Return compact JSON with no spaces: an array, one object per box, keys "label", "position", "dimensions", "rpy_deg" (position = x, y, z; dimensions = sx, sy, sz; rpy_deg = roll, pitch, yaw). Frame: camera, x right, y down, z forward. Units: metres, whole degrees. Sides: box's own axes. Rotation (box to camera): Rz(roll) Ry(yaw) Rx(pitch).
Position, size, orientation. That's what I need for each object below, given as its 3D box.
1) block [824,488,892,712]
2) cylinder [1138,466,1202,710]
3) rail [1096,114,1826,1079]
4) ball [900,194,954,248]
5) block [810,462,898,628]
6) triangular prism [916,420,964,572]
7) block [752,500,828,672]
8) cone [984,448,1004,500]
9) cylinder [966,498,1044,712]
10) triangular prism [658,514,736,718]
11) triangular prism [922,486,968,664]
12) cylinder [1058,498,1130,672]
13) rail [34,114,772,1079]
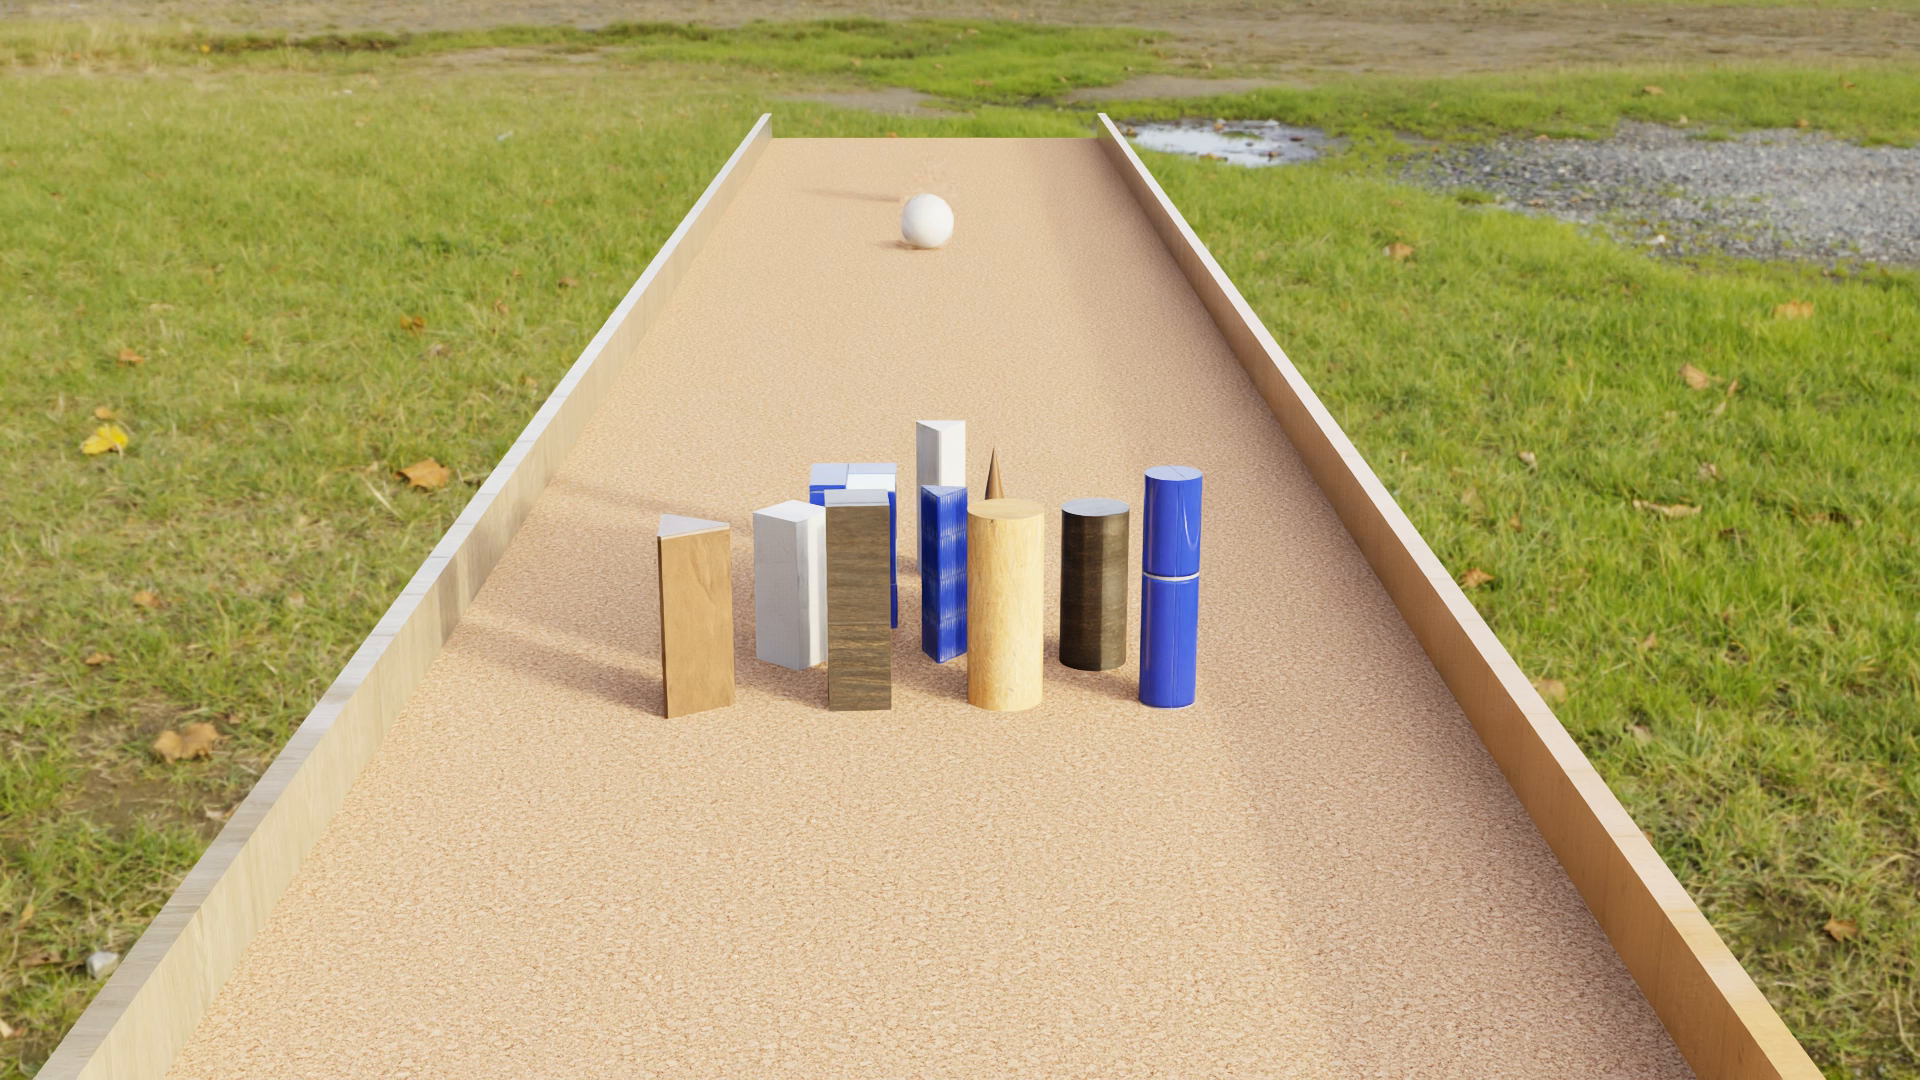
[{"label":"block","position":[-0.192,0.113,4.143],"dimensions":[0.118,0.401,0.118],"rpy_deg":[-1,17,-4]},{"label":"cylinder","position":[0.395,0.091,4.135],"dimensions":[0.108,0.448,0.108],"rpy_deg":[0,17,0]},{"label":"rail","position":[0.932,-0.844,7.801],"dimensions":[0.050,0.150,12.000],"rpy_deg":[0,17,-1]},{"label":"ball","position":[-0.143,-1.362,9.398],"dimensions":[0.233,0.233,0.233],"rpy_deg":[0,17,0]},{"label":"block","position":[-0.222,0.011,4.643],"dimensions":[0.179,0.312,0.179],"rpy_deg":[0,17,-1]},{"label":"triangular prism","position":[-0.056,-0.091,4.917],"dimensions":[0.093,0.350,0.107],"rpy_deg":[9,19,29]},{"label":"block","position":[-0.327,0.089,4.388],"dimensions":[0.116,0.307,0.116],"rpy_deg":[13,21,37]},{"label":"cone","position":[0.071,-0.018,4.614],"dimensions":[0.135,0.384,0.135],"rpy_deg":[0,17,0]},{"label":"cylinder","position":[0.086,0.122,4.157],"dimensions":[0.145,0.376,0.145],"rpy_deg":[0,17,0]},{"label":"triangular prism","position":[-0.523,0.137,4.142],"dimensions":[0.147,0.355,0.127],"rpy_deg":[-11,20,-32]},{"label":"triangular prism","position":[-0.045,0.064,4.403],"dimensions":[0.079,0.347,0.091],"rpy_deg":[12,21,36]},{"label":"cylinder","position":[0.266,0.088,4.372],"dimensions":[0.135,0.319,0.135],"rpy_deg":[0,17,0]},{"label":"rail","position":[-1.118,-0.838,7.780],"dimensions":[0.050,0.150,12.000],"rpy_deg":[0,17,-1]}]
